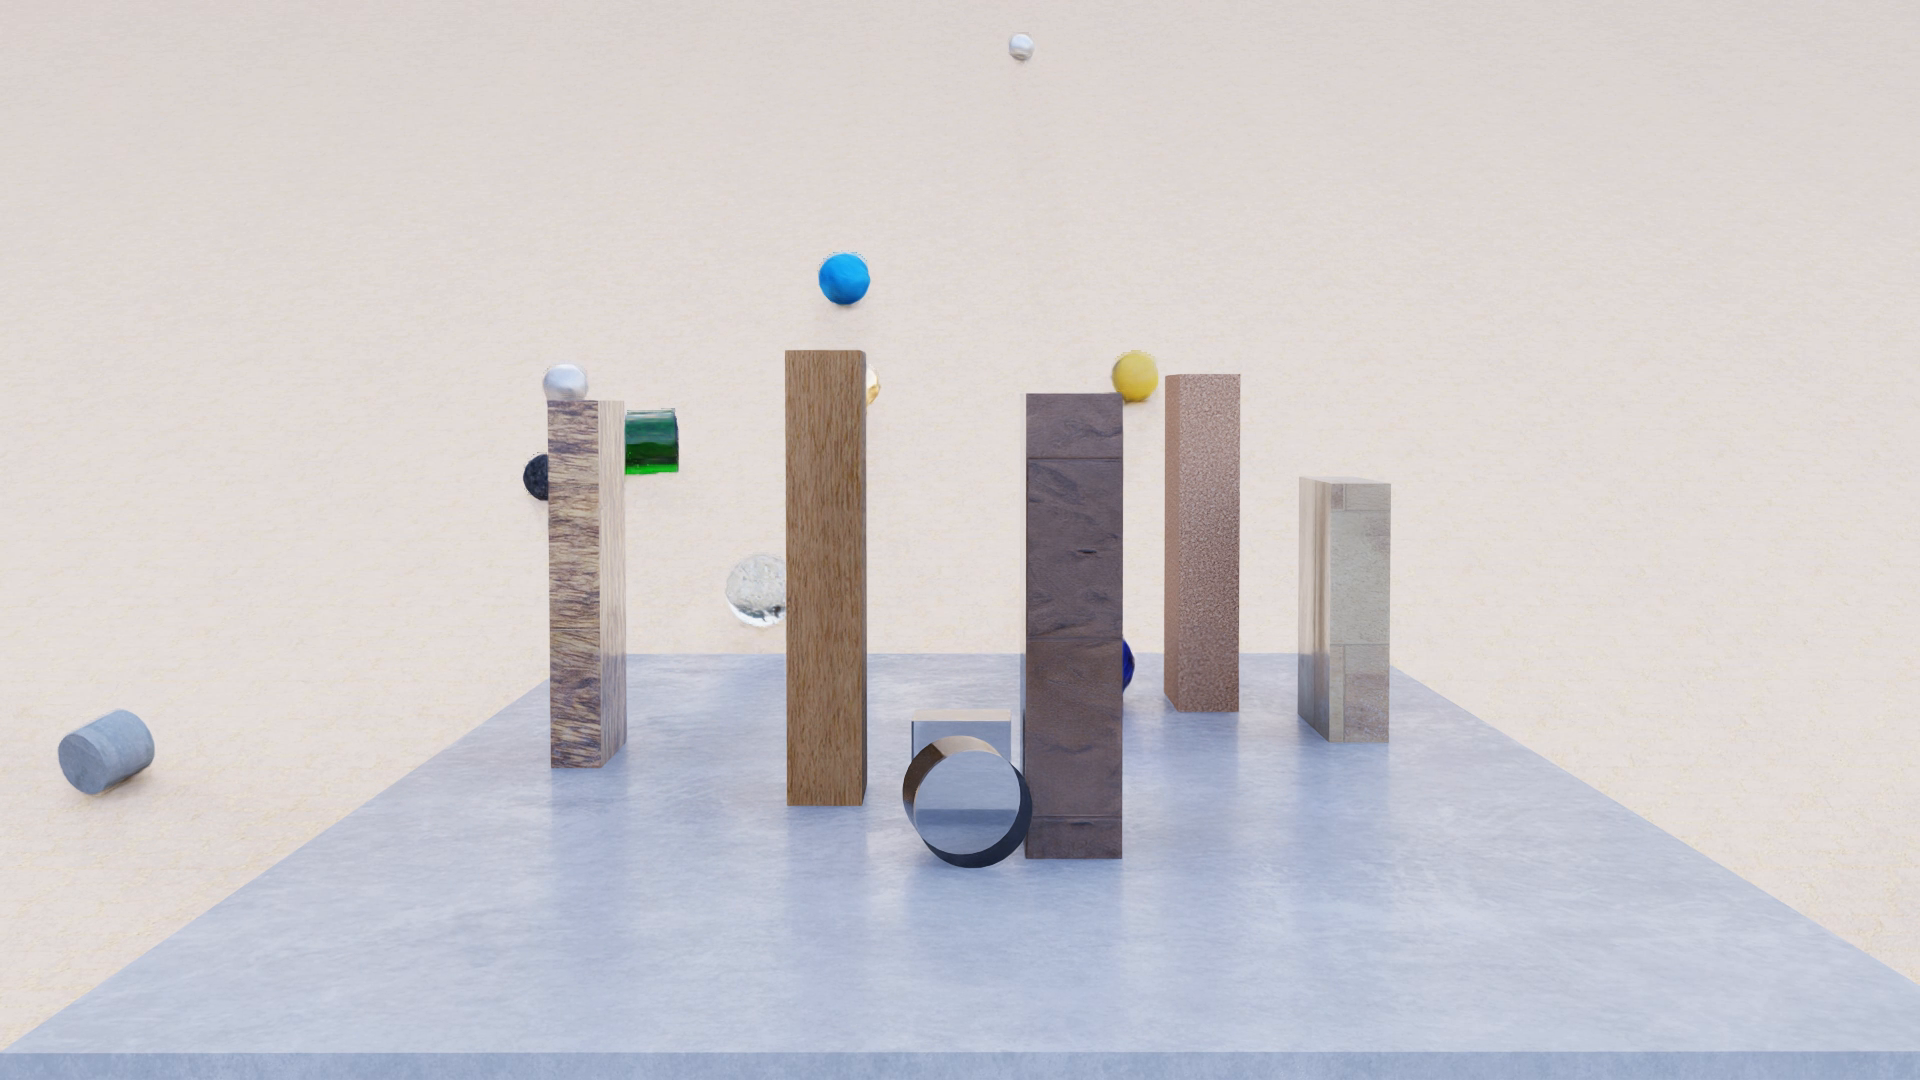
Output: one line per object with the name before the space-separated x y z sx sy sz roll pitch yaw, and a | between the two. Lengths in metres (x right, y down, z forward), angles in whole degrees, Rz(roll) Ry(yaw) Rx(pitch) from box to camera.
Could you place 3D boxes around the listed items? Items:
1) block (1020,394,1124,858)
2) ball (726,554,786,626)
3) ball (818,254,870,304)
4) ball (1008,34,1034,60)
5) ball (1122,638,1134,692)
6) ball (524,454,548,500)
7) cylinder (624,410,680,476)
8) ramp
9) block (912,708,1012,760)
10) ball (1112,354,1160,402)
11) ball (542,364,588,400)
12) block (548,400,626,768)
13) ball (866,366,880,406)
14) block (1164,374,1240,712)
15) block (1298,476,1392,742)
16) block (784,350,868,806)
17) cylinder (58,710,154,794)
block | 0.159 0.113 3.738 0.135 0.651 0.315 0 3 0
ball | -0.534 0.136 6.913 0.193 0.193 0.193 0 21 0
ball | -0.443 -0.998 9.831 0.197 0.197 0.197 0 21 0
ball | 0.346 -2.775 14.476 0.149 0.149 0.149 0 21 0
ball | 0.293 0.266 5.466 0.157 0.157 0.157 0 21 0
ball | -1.258 -0.190 7.824 0.143 0.143 0.143 0 21 0
cylinder | -0.984 -0.303 8.040 0.193 0.193 0.193 -4 22 -11
ramp | 0.049 0.446 4.532 2.000 0.100 4.000 0 3 0
block | 0.003 0.348 4.008 0.152 0.152 0.152 0 3 1
ball | 0.596 -0.552 8.726 0.164 0.164 0.164 0 21 0
ball | -1.328 -0.519 8.656 0.153 0.153 0.153 0 21 0
block | -0.672 0.069 4.650 0.088 0.641 0.353 0 3 0
ball | -0.344 -0.517 8.660 0.148 0.148 0.148 0 21 0
block | 0.511 -0.003 5.459 0.124 0.695 0.372 0 3 0
block | 0.748 0.125 5.027 0.112 0.486 0.445 0 3 0
block | -0.215 0.055 4.176 0.119 0.720 0.246 0 3 0
cylinder | -2.004 0.498 6.036 0.153 0.153 0.153 11 24 26
